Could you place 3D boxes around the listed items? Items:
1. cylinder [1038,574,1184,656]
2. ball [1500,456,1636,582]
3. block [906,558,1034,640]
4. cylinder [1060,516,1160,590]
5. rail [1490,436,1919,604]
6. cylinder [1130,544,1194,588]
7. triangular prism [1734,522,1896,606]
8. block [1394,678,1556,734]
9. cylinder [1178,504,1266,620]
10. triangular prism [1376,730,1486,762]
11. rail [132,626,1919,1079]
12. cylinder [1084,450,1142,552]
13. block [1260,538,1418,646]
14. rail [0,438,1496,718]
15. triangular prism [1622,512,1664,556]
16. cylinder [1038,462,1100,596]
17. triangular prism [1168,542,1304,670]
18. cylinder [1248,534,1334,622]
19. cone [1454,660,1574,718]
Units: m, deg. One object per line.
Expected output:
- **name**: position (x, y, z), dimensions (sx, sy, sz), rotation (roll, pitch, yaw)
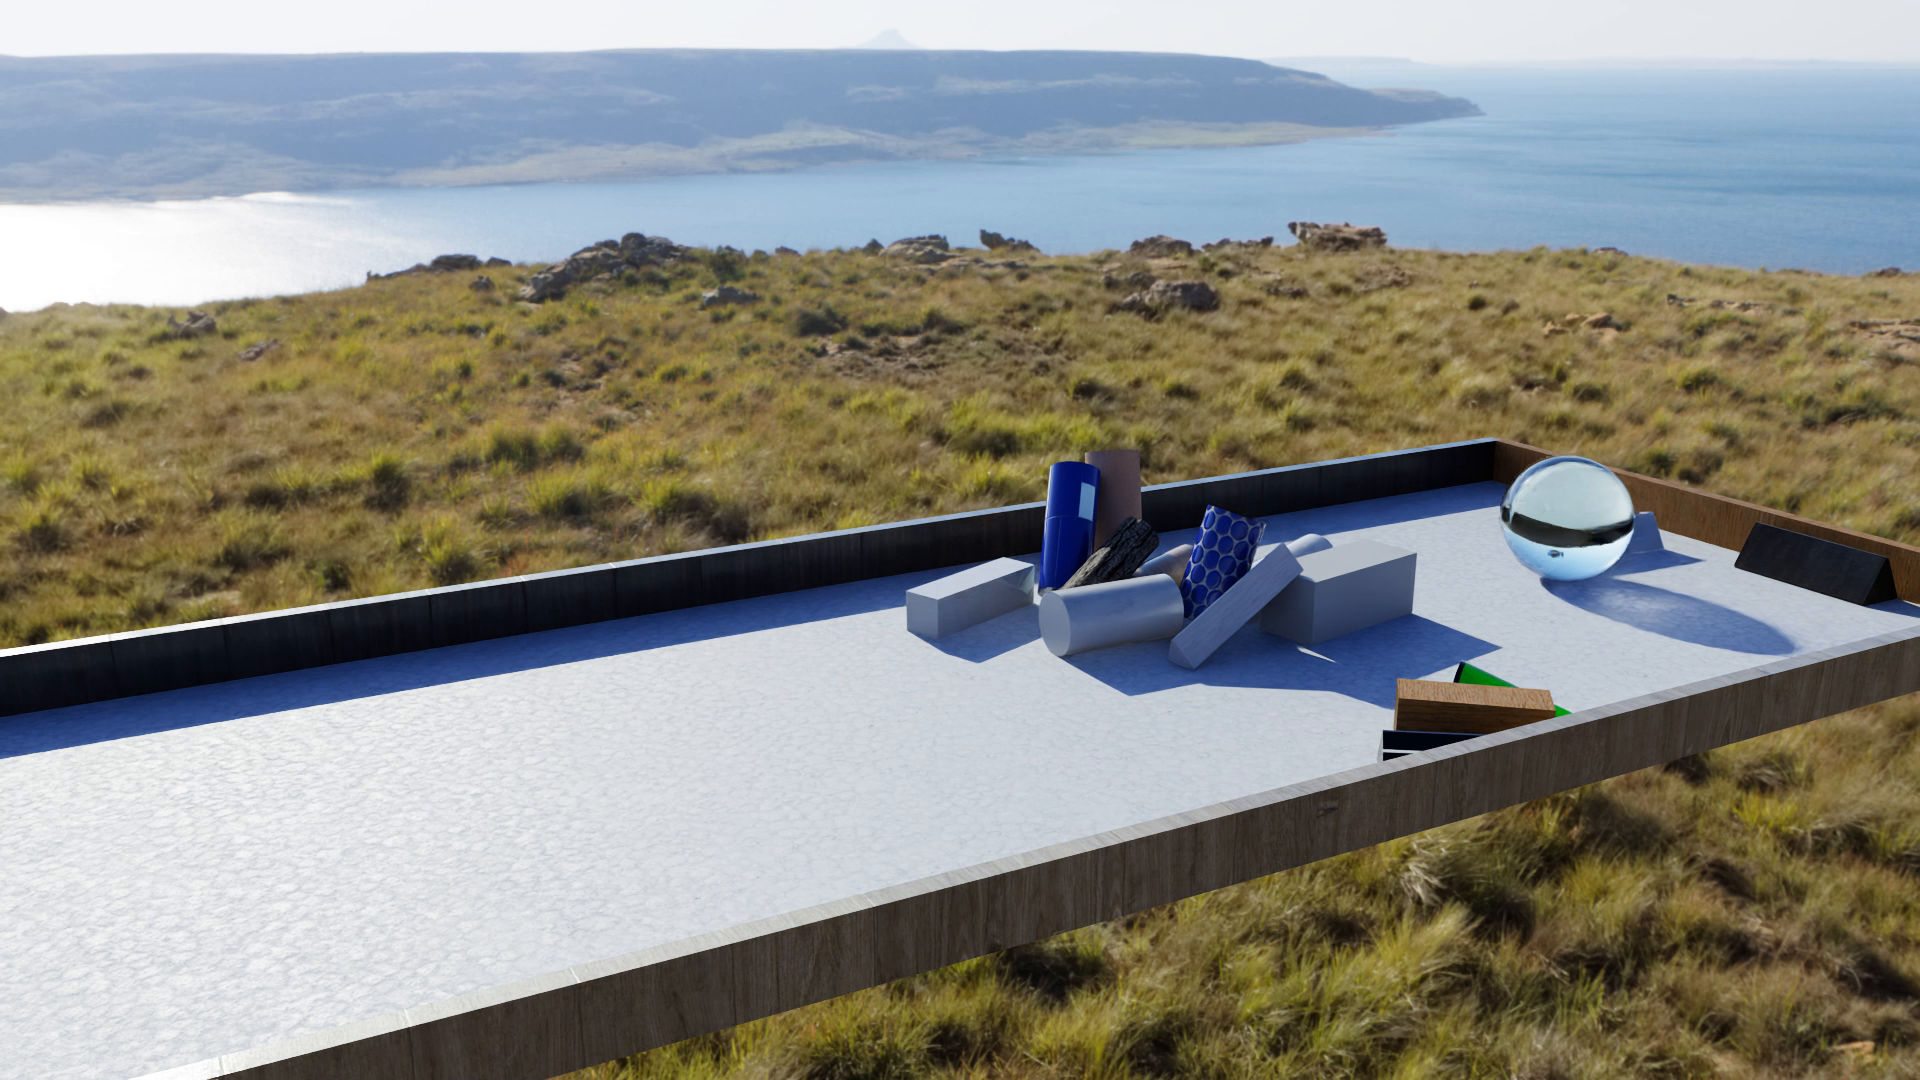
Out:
- **cylinder**: position (0.402, 0.197, 4.379), dimensions (0.345, 0.172, 0.172), rotation (-8, 18, -25)
- **ball**: position (1.805, -0.064, 4.906), dimensions (0.375, 0.375, 0.375), rotation (0, 16, 0)
- **block**: position (0.033, 0.159, 4.611), dimensions (0.114, 0.114, 0.415), rotation (14, 21, 39)
- **cylinder**: position (0.403, 0.089, 4.569), dimensions (0.118, 0.118, 0.347), rotation (17, 52, 44)
- **rail**: position (2.466, -0.048, 5.253), dimensions (0.050, 0.150, 2.100), rotation (-9, 18, -27)
- **cylinder**: position (0.571, 0.109, 4.782), dimensions (0.114, 0.114, 0.360), rotation (12, 20, 35)
- **triangular prism**: position (2.546, 0.060, 4.903), dimensions (0.153, 0.132, 0.425), rotation (-8, 18, -27)
- **block**: position (1.162, 0.408, 3.743), dimensions (0.336, 0.126, 0.126), rotation (4, 17, 12)
- **cylinder**: position (0.702, 0.075, 4.482), dimensions (0.165, 0.308, 0.165), rotation (18, 4, -1)
- **triangular prism**: position (1.076, 0.465, 3.603), dimensions (0.305, 0.091, 0.105), rotation (2, 16, 7)
- **rail**: position (-2.336, 1.006, 1.665), dimensions (12.000, 0.150, 0.050), rotation (-9, 18, -27)
- **cylinder**: position (0.457, -0.073, 4.883), dimensions (0.163, 0.375, 0.163), rotation (-2, -2, 0)
- **block**: position (1.050, 0.139, 4.565), dimensions (0.437, 0.178, 0.178), rotation (-13, 21, -37)
- **rail**: position (-3.305, 0.497, 3.399), dimensions (12.000, 0.150, 0.050), rotation (-9, 18, -27)
- **triangular prism**: position (2.012, -0.014, 5.199), dimensions (0.442, 0.109, 0.126), rotation (-7, 18, -24)
- **cylinder**: position (0.314, -0.022, 4.731), dimensions (0.149, 0.379, 0.149), rotation (6, -19, 2)
- **triangular prism**: position (0.715, 0.163, 4.322), dimensions (0.444, 0.082, 0.095), rotation (-38, 34, -24)
- **cylinder**: position (0.921, 0.105, 4.737), dimensions (0.147, 0.147, 0.450), rotation (12, 20, 35)
- **cone**: position (1.356, 0.398, 3.896), dimensions (0.376, 0.121, 0.121), rotation (17, 22, 22)
